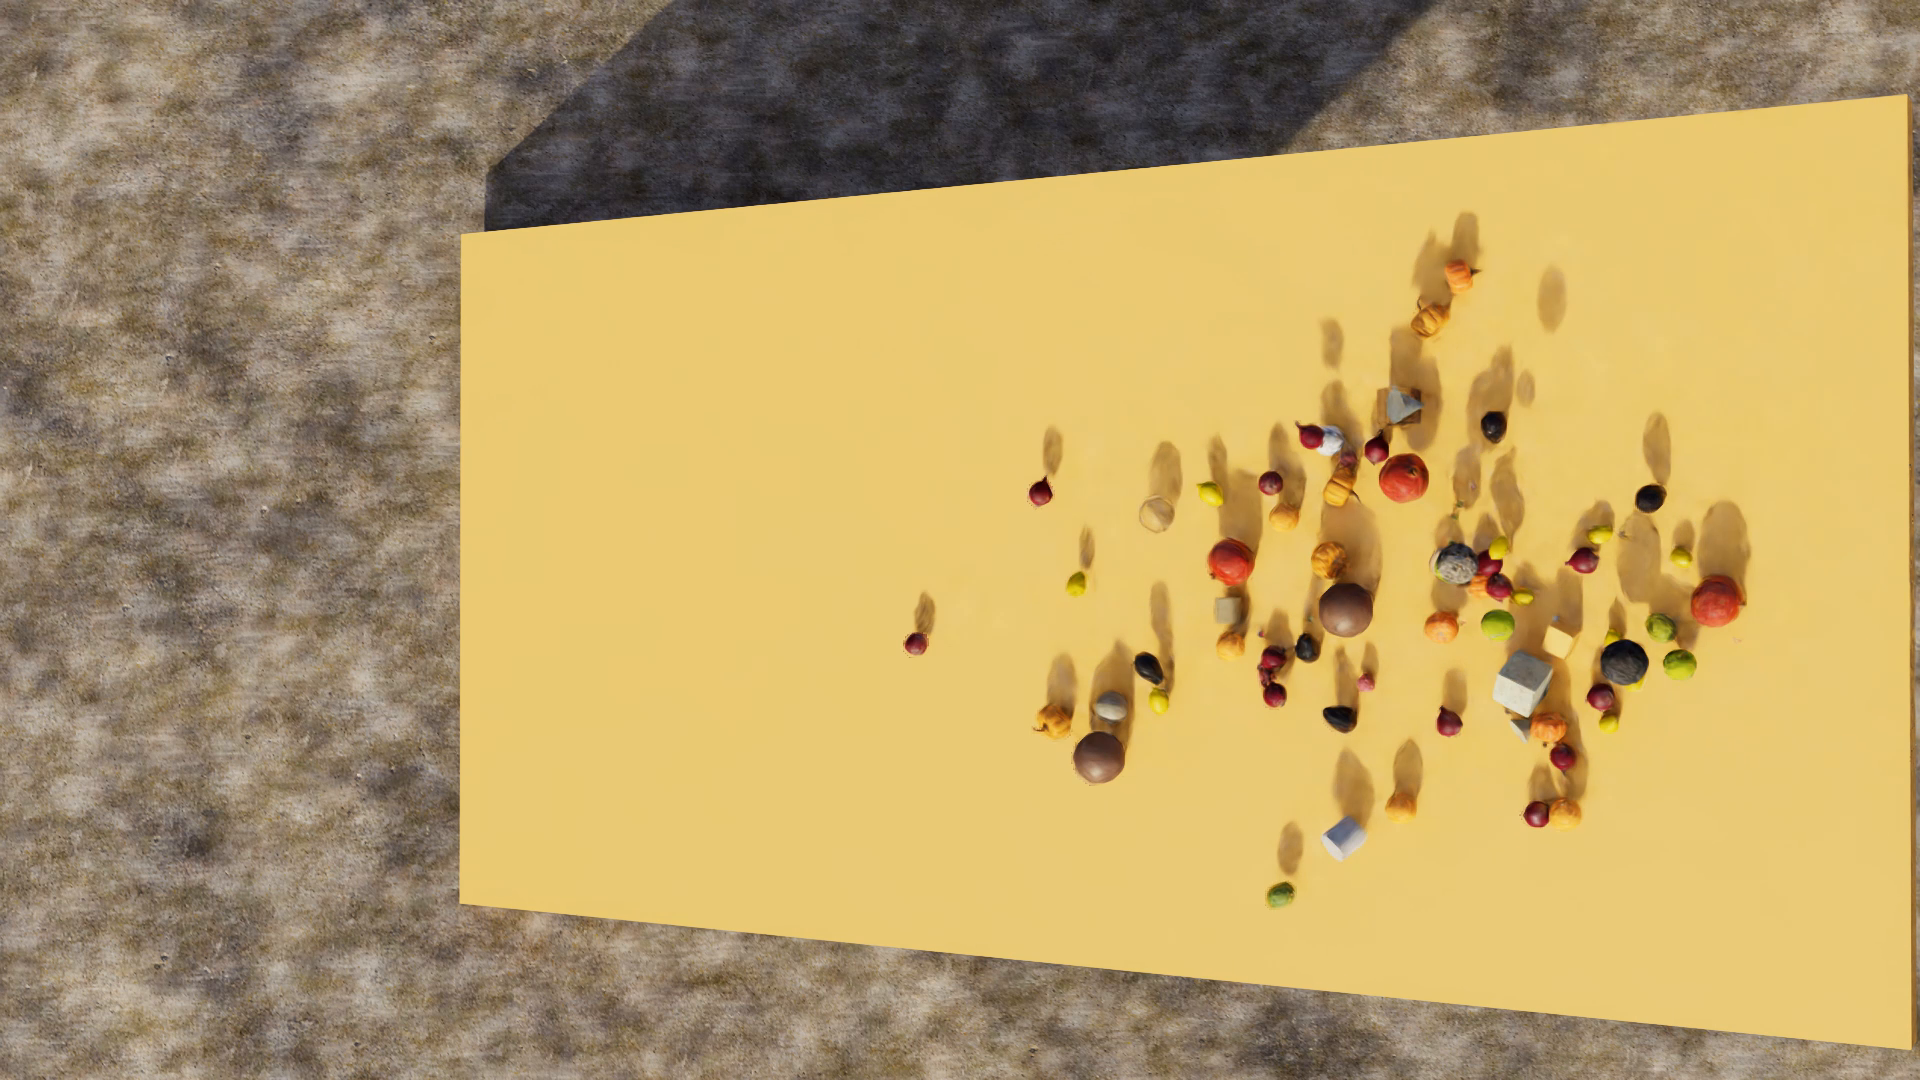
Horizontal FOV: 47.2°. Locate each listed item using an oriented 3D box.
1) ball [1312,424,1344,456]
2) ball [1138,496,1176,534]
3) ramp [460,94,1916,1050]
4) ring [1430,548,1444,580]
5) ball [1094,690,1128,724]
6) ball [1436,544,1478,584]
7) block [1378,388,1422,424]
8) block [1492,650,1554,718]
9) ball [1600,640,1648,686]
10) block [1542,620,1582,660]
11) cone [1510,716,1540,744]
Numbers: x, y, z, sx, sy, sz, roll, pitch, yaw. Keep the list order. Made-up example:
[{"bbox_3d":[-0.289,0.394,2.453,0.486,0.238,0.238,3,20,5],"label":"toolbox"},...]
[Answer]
[{"bbox_3d":[0.870,-0.236,5.196,0.075,0.075,0.075,0,89,0],"label":"ball"},{"bbox_3d":[0.485,-0.063,5.403,0.092,0.092,0.092,0,89,0],"label":"ball"},{"bbox_3d":[0.272,0.075,5.632,4.000,0.100,2.000,0,89,30],"label":"ramp"},{"bbox_3d":[1.120,0.054,5.065,0.077,0.026,0.077,4,106,13],"label":"ring"},{"bbox_3d":[0.376,0.416,5.463,0.086,0.086,0.086,0,89,0],"label":"ball"},{"bbox_3d":[1.107,0.053,4.891,0.091,0.091,0.091,0,89,0],"label":"ball"},{"bbox_3d":[1.021,-0.310,5.108,0.080,0.080,0.080,0,90,30],"label":"block"},{"bbox_3d":[1.263,0.322,4.937,0.091,0.091,0.091,29,54,27],"label":"block"},{"bbox_3d":[1.442,0.266,4.772,0.099,0.099,0.099,0,89,0],"label":"ball"},{"bbox_3d":[1.347,0.223,4.924,0.058,0.058,0.058,28,118,27],"label":"block"},{"bbox_3d":[1.290,0.417,4.978,0.064,0.064,0.064,-34,90,-3],"label":"cone"}]
